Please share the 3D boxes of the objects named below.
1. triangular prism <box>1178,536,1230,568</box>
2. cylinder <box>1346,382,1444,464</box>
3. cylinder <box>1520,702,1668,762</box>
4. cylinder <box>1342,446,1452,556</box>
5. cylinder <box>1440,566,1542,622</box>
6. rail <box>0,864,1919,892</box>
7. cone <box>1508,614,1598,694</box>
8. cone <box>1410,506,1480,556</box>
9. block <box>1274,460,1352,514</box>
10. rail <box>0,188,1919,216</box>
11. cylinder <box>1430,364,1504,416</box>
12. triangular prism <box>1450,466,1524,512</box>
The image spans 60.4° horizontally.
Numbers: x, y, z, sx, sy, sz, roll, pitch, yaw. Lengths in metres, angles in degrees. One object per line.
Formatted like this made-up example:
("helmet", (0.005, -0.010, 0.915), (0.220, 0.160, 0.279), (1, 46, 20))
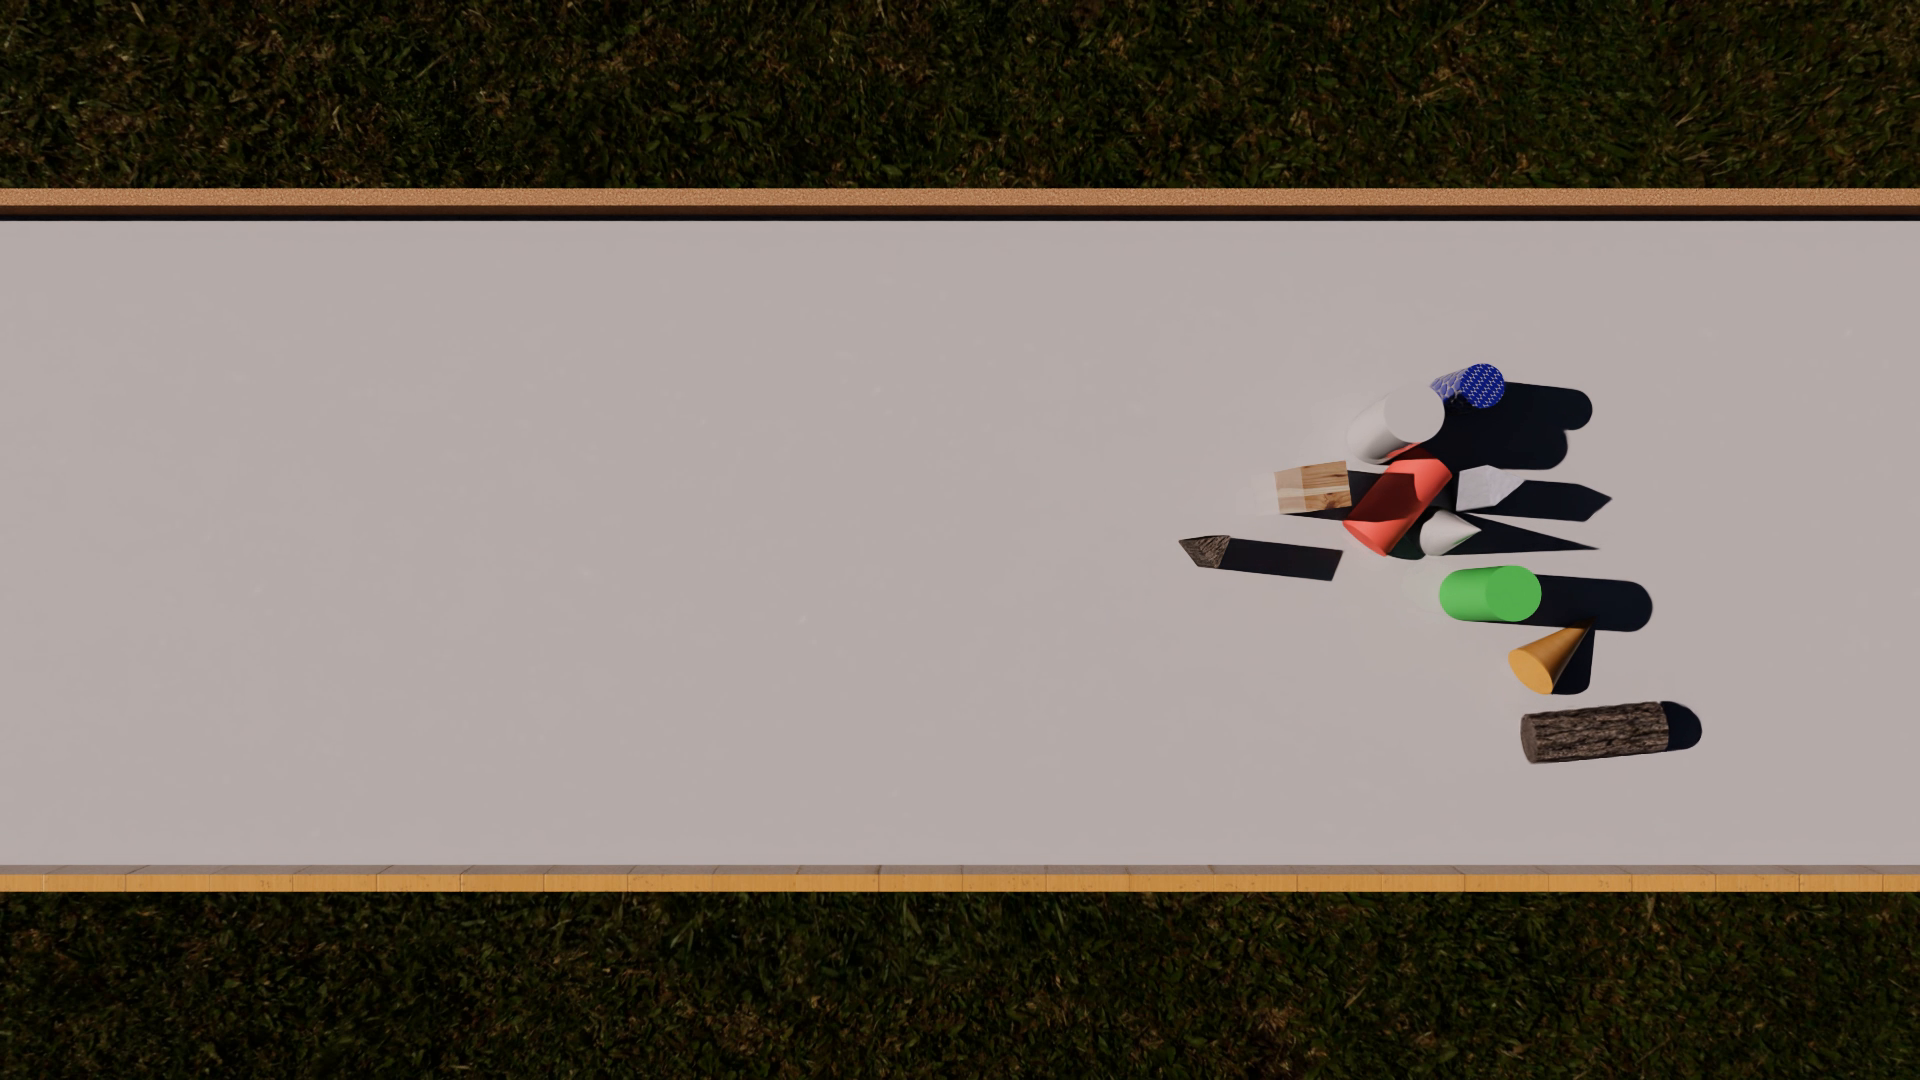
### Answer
("triangular prism", (0.738, 0.015, 4.897), (0.088, 0.359, 0.102), (-38, 90, 0))
("cylinder", (1.274, -0.338, 4.847), (0.172, 0.446, 0.172), (0, 85, 0))
("cylinder", (1.921, 0.583, 5.003), (0.394, 0.148, 0.148), (-6, 90, 0))
("cylinder", (1.324, -0.121, 4.994), (0.165, 0.165, 0.312), (40, 90, 0))
("cylinder", (1.554, 0.160, 4.855), (0.159, 0.436, 0.159), (0, 87, 0))
("rail", (-2.247, 1.025, 5.001), (12.000, 0.150, 0.050), (0, 90, 0))
("cone", (1.845, 0.315, 5.036), (0.302, 0.168, 0.168), (-36, 90, -16))
("cone", (1.461, -0.028, 4.848), (0.155, 0.456, 0.155), (0, 90, 0))
("block", (1.041, -0.153, 4.882), (0.130, 0.389, 0.130), (-8, 90, 0))
("rail", (-2.247, -1.025, 5.002), (12.000, 0.150, 0.050), (0, 90, 0))
("cylinder", (1.502, -0.443, 4.908), (0.129, 0.336, 0.129), (0, 90, 0))
("triangular prism", (1.540, -0.169, 4.905), (0.117, 0.339, 0.102), (-38, 89, -2))
